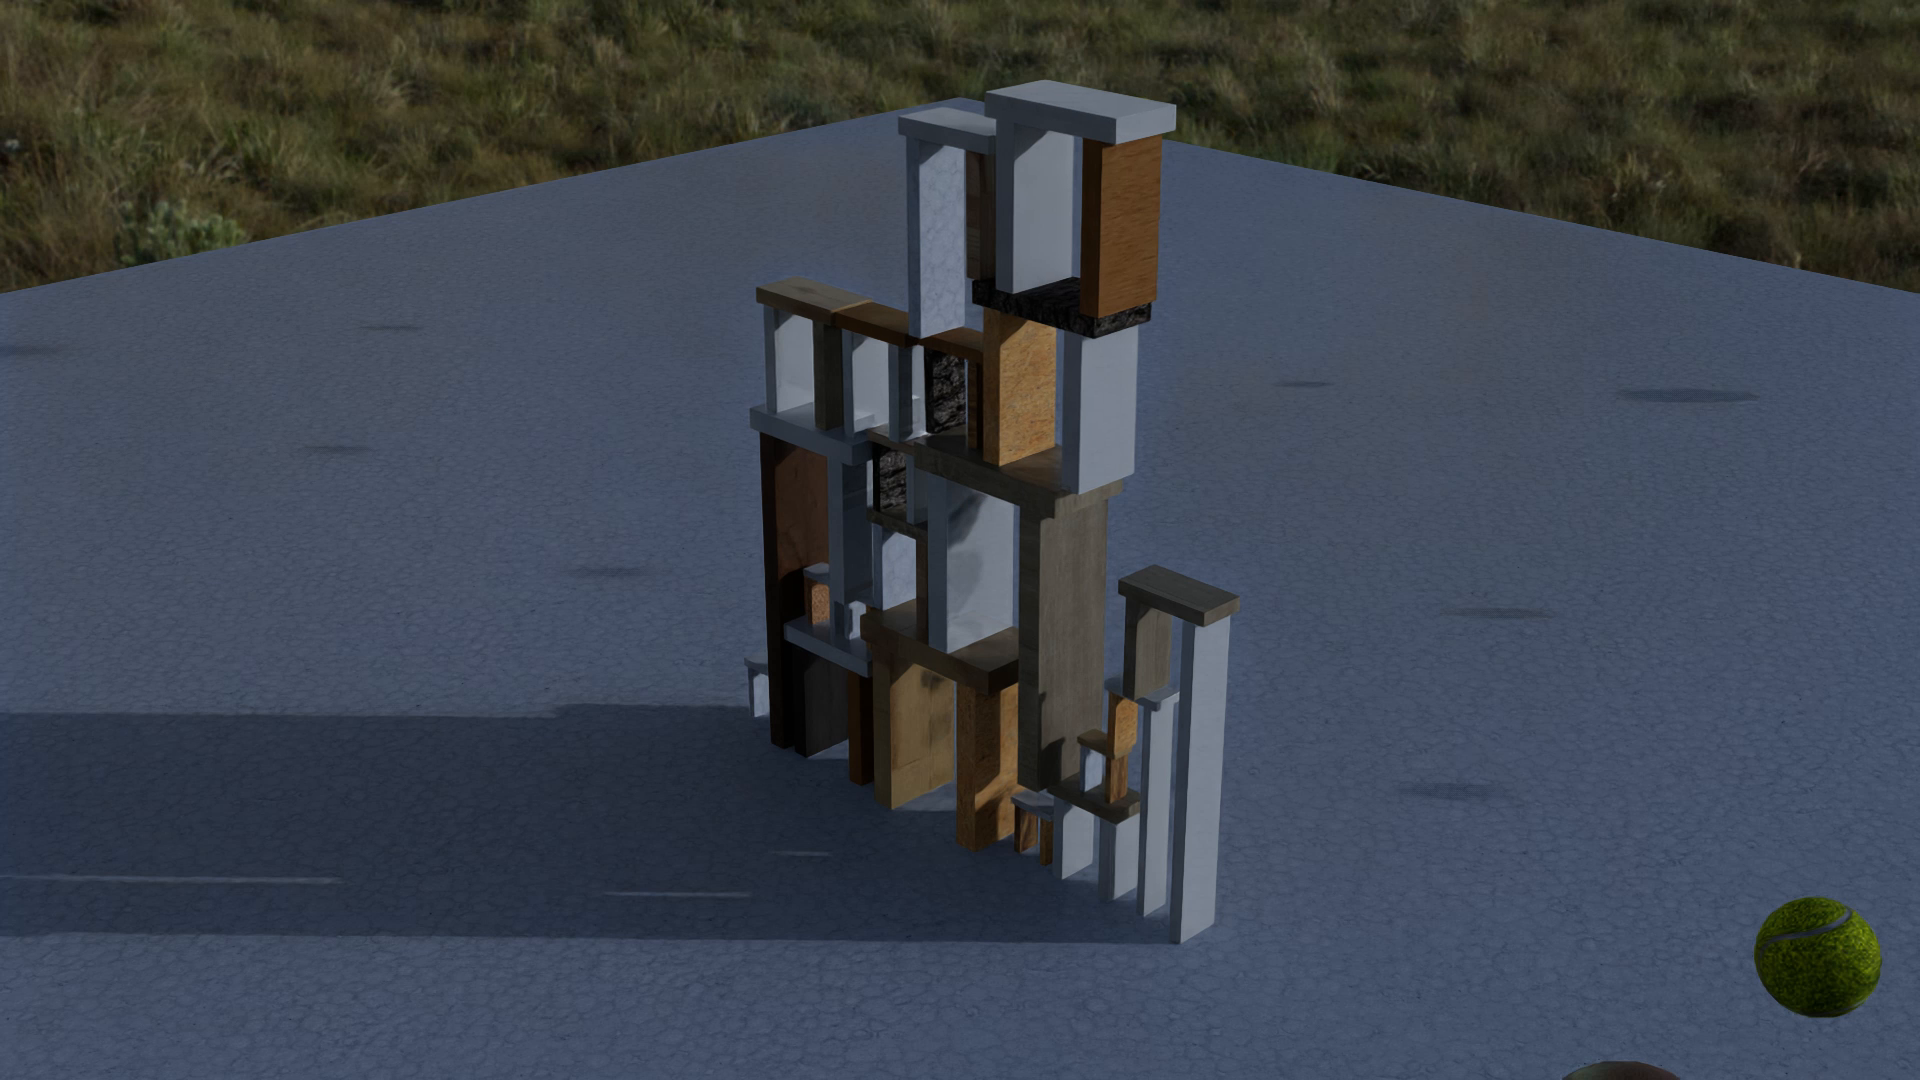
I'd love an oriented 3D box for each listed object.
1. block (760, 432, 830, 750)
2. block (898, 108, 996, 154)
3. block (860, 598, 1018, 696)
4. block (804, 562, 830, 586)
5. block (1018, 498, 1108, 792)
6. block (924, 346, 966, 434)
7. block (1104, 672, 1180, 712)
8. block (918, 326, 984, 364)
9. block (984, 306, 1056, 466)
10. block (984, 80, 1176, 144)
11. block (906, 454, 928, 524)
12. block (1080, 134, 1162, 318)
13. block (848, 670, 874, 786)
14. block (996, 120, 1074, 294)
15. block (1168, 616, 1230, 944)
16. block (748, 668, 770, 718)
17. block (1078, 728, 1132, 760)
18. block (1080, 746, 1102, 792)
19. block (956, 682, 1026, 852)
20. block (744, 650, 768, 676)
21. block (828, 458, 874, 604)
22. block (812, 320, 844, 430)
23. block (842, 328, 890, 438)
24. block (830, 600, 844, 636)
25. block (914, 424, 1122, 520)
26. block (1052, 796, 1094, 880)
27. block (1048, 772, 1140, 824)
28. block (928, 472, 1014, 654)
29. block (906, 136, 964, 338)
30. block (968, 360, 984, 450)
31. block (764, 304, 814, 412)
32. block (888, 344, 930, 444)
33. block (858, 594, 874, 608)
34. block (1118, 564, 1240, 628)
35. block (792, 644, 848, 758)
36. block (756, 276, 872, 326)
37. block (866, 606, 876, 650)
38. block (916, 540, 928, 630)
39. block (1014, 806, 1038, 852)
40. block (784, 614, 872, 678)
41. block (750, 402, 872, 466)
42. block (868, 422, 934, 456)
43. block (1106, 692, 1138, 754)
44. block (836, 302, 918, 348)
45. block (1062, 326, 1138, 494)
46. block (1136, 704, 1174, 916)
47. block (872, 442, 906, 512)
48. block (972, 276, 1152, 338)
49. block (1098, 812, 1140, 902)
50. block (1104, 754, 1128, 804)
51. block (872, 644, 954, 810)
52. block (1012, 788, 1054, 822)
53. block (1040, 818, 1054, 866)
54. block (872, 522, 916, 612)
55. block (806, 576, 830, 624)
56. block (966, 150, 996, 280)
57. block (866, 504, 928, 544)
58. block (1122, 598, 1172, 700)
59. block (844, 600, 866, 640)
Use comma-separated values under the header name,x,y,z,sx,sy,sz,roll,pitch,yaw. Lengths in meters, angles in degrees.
name,x,y,z,sx,sy,sz,roll,pitch,yaw
block,-0.337,0.093,4.628,0.153,0.713,0.043,-21,31,-41
block,0.010,-0.726,3.897,0.114,0.032,0.229,-21,31,-40
block,-0.010,0.198,4.317,0.356,0.050,0.178,21,31,41
block,-0.269,0.074,4.543,0.105,0.015,0.053,21,31,40
block,0.190,0.183,4.093,0.180,0.567,0.051,-21,31,-40
block,-0.028,-0.290,4.138,0.024,0.167,0.084,20,30,41
block,0.329,0.273,3.984,0.125,0.018,0.063,22,32,40
block,0.011,-0.364,4.064,0.084,0.024,0.167,-21,30,-40
block,0.108,-0.293,3.984,0.146,0.292,0.041,-21,31,-40
block,0.200,-0.720,3.690,0.149,0.042,0.299,-21,31,-40
block,-0.071,-0.107,4.251,0.020,0.143,0.072,21,31,40
block,0.270,-0.535,3.692,0.149,0.299,0.042,-21,31,-40
block,-0.171,0.369,4.561,0.037,0.258,0.129,21,31,41
block,0.130,-0.591,3.822,0.149,0.299,0.042,-21,31,-40
block,0.428,0.424,3.934,0.028,0.645,0.097,21,31,41
block,-0.437,0.325,4.842,0.017,0.119,0.059,21,31,41
block,0.269,0.379,4.090,0.047,0.013,0.095,-21,31,-40
block,0.246,0.422,4.131,0.047,0.094,0.013,-21,31,-40
block,0.074,0.418,4.319,0.050,0.356,0.178,21,31,41
block,-0.409,0.274,4.790,0.119,0.017,0.059,21,31,41
block,-0.192,-0.037,4.415,0.043,0.306,0.153,21,31,41
block,-0.236,-0.336,4.335,0.031,0.220,0.110,21,31,40
block,-0.182,-0.316,4.289,0.028,0.219,0.098,21,31,41
block,-0.245,0.139,4.544,0.053,0.105,0.015,-21,31,-41
block,0.105,-0.135,4.051,0.180,0.051,0.360,-21,31,-40
block,0.218,0.556,4.225,0.025,0.176,0.088,21,31,41
block,0.259,0.480,4.147,0.088,0.025,0.175,-21,30,-40
block,0.021,0.021,4.209,0.051,0.360,0.180,21,31,41
block,-0.044,-0.562,4.027,0.114,0.371,0.032,-21,31,-40
block,0.052,-0.259,4.063,0.084,0.167,0.024,-21,31,-40
block,-0.340,-0.377,4.430,0.031,0.220,0.110,21,31,41
block,-0.091,-0.291,4.200,0.098,0.195,0.028,-21,31,-41
block,-0.192,0.110,4.478,0.049,0.014,0.098,-21,31,-41
block,0.382,0.096,3.845,0.097,0.028,0.194,-21,31,-41
block,-0.293,0.321,4.674,0.129,0.258,0.037,-21,31,-41
block,-0.288,-0.472,4.333,0.220,0.031,0.110,21,31,41
block,-0.169,0.170,4.480,0.014,0.098,0.049,21,31,40
block,-0.044,0.075,4.308,0.026,0.184,0.092,21,31,41
block,0.130,0.558,4.314,0.015,0.103,0.051,21,31,41
block,-0.232,0.209,4.560,0.129,0.037,0.258,-21,31,-41
block,-0.264,-0.226,4.414,0.306,0.043,0.153,21,31,40
block,-0.104,-0.195,4.250,0.072,0.020,0.143,-21,31,-41
block,0.299,0.326,4.039,0.063,0.125,0.018,-21,31,-41
block,-0.137,-0.411,4.199,0.098,0.028,0.195,-21,31,-40
block,0.245,-0.239,3.856,0.146,0.293,0.041,-21,31,-40
block,0.358,0.492,4.045,0.018,0.433,0.063,21,31,41
block,-0.138,-0.133,4.313,0.072,0.143,0.020,-21,31,-41
block,0.176,-0.420,3.855,0.146,0.041,0.292,-21,31,-40
block,0.301,0.589,4.149,0.025,0.176,0.088,21,31,41
block,0.291,0.438,4.090,0.013,0.094,0.047,21,31,41
block,-0.094,0.352,4.474,0.050,0.356,0.178,21,31,41
block,0.154,0.514,4.269,0.103,0.015,0.051,21,31,41
block,0.178,0.577,4.270,0.015,0.103,0.051,21,31,41
block,-0.130,0.041,4.387,0.026,0.184,0.092,21,31,41
block,-0.294,0.119,4.589,0.015,0.105,0.053,21,31,41
block,0.064,-0.584,3.897,0.114,0.229,0.032,-21,30,-40
block,-0.087,-0.039,4.307,0.184,0.026,0.092,21,31,41
block,0.336,0.180,3.930,0.028,0.194,0.097,21,31,40
block,-0.215,0.152,4.523,0.049,0.098,0.014,-21,31,-41
